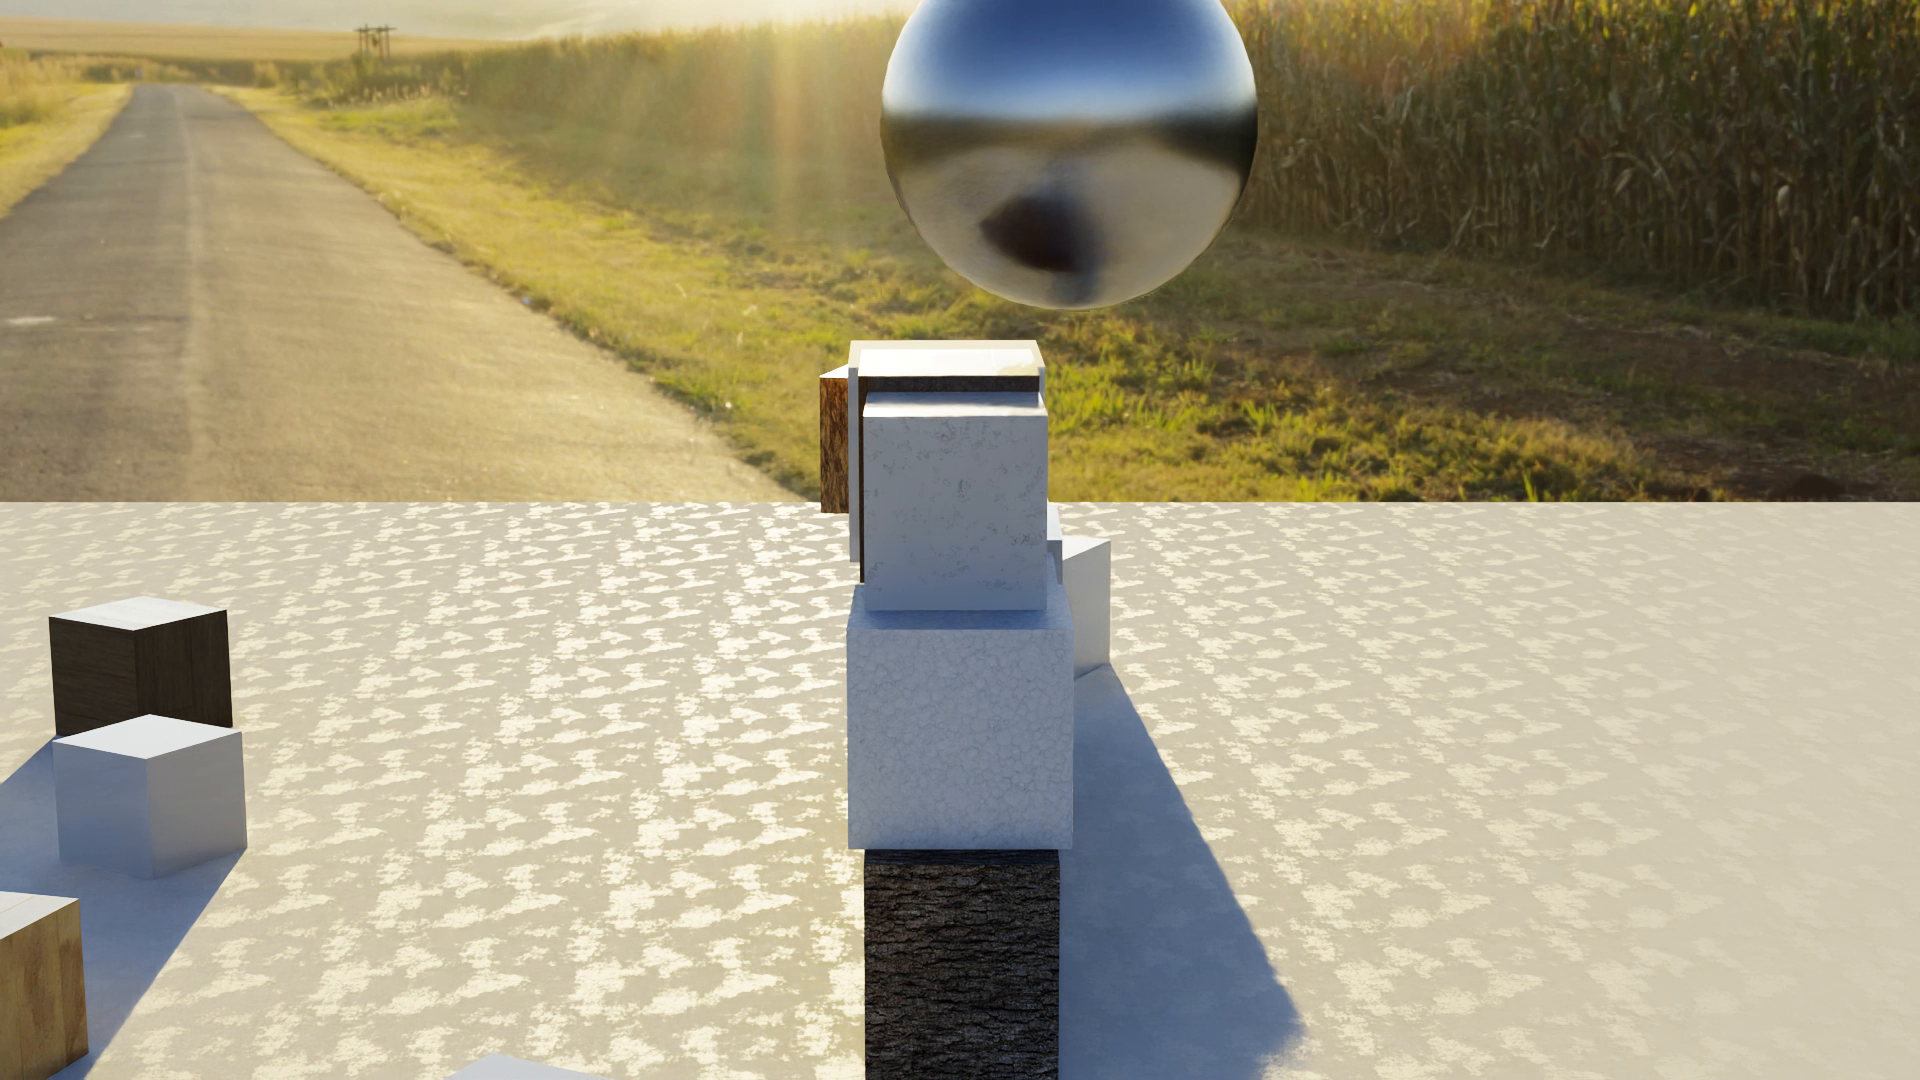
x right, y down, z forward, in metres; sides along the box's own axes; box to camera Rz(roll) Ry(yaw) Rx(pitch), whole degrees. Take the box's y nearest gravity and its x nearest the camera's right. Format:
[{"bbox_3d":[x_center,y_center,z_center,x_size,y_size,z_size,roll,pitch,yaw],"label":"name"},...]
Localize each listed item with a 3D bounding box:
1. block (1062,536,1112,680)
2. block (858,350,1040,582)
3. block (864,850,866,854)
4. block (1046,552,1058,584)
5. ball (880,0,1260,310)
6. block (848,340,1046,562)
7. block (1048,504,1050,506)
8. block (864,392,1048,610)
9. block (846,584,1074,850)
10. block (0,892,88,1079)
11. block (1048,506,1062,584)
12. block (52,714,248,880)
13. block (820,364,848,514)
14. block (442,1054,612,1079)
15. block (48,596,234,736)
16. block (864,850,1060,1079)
[{"bbox_3d":[0.433,0.405,15.238,0.667,0.751,0.802,5,11,25],"label":"block"},{"bbox_3d":[-0.050,-0.310,10.302,0.696,0.815,0.751,0,12,-1],"label":"block"},{"bbox_3d":[-0.018,1.078,11.626,0.806,0.719,0.812,0,10,0],"label":"block"},{"bbox_3d":[0.005,0.476,10.244,0.754,0.699,0.826,0,12,0],"label":"block"},{"bbox_3d":[0.460,-1.774,10.858,1.600,1.600,1.600,0,10,0],"label":"ball"},{"bbox_3d":[-0.065,-0.396,11.091,0.818,0.828,0.784,0,12,-1],"label":"block"},{"bbox_3d":[0.000,0.120,12.421,0.828,0.723,0.796,0,10,0],"label":"block"},{"bbox_3d":[-0.021,-0.158,9.577,0.660,0.708,0.710,0,10,-1],"label":"block"},{"bbox_3d":[0.000,0.634,9.432,0.796,0.798,0.803,0,10,0],"label":"block"},{"bbox_3d":[-3.553,1.623,9.006,0.611,0.585,0.714,3,11,15],"label":"block"},{"bbox_3d":[0.040,0.270,11.664,0.822,0.721,0.712,0,13,0],"label":"block"},{"bbox_3d":[-3.676,1.158,11.658,0.599,0.551,0.564,6,12,30],"label":"block"},{"bbox_3d":[-0.227,-0.473,11.899,0.704,0.625,0.654,2,10,11],"label":"block"},{"bbox_3d":[-1.218,1.918,7.115,0.697,0.680,0.677,5,12,27],"label":"block"},{"bbox_3d":[-4.412,0.711,13.832,0.671,0.653,0.631,6,12,32],"label":"block"},{"bbox_3d":[0.006,1.450,9.382,0.683,0.790,0.790,0,10,0],"label":"block"}]
